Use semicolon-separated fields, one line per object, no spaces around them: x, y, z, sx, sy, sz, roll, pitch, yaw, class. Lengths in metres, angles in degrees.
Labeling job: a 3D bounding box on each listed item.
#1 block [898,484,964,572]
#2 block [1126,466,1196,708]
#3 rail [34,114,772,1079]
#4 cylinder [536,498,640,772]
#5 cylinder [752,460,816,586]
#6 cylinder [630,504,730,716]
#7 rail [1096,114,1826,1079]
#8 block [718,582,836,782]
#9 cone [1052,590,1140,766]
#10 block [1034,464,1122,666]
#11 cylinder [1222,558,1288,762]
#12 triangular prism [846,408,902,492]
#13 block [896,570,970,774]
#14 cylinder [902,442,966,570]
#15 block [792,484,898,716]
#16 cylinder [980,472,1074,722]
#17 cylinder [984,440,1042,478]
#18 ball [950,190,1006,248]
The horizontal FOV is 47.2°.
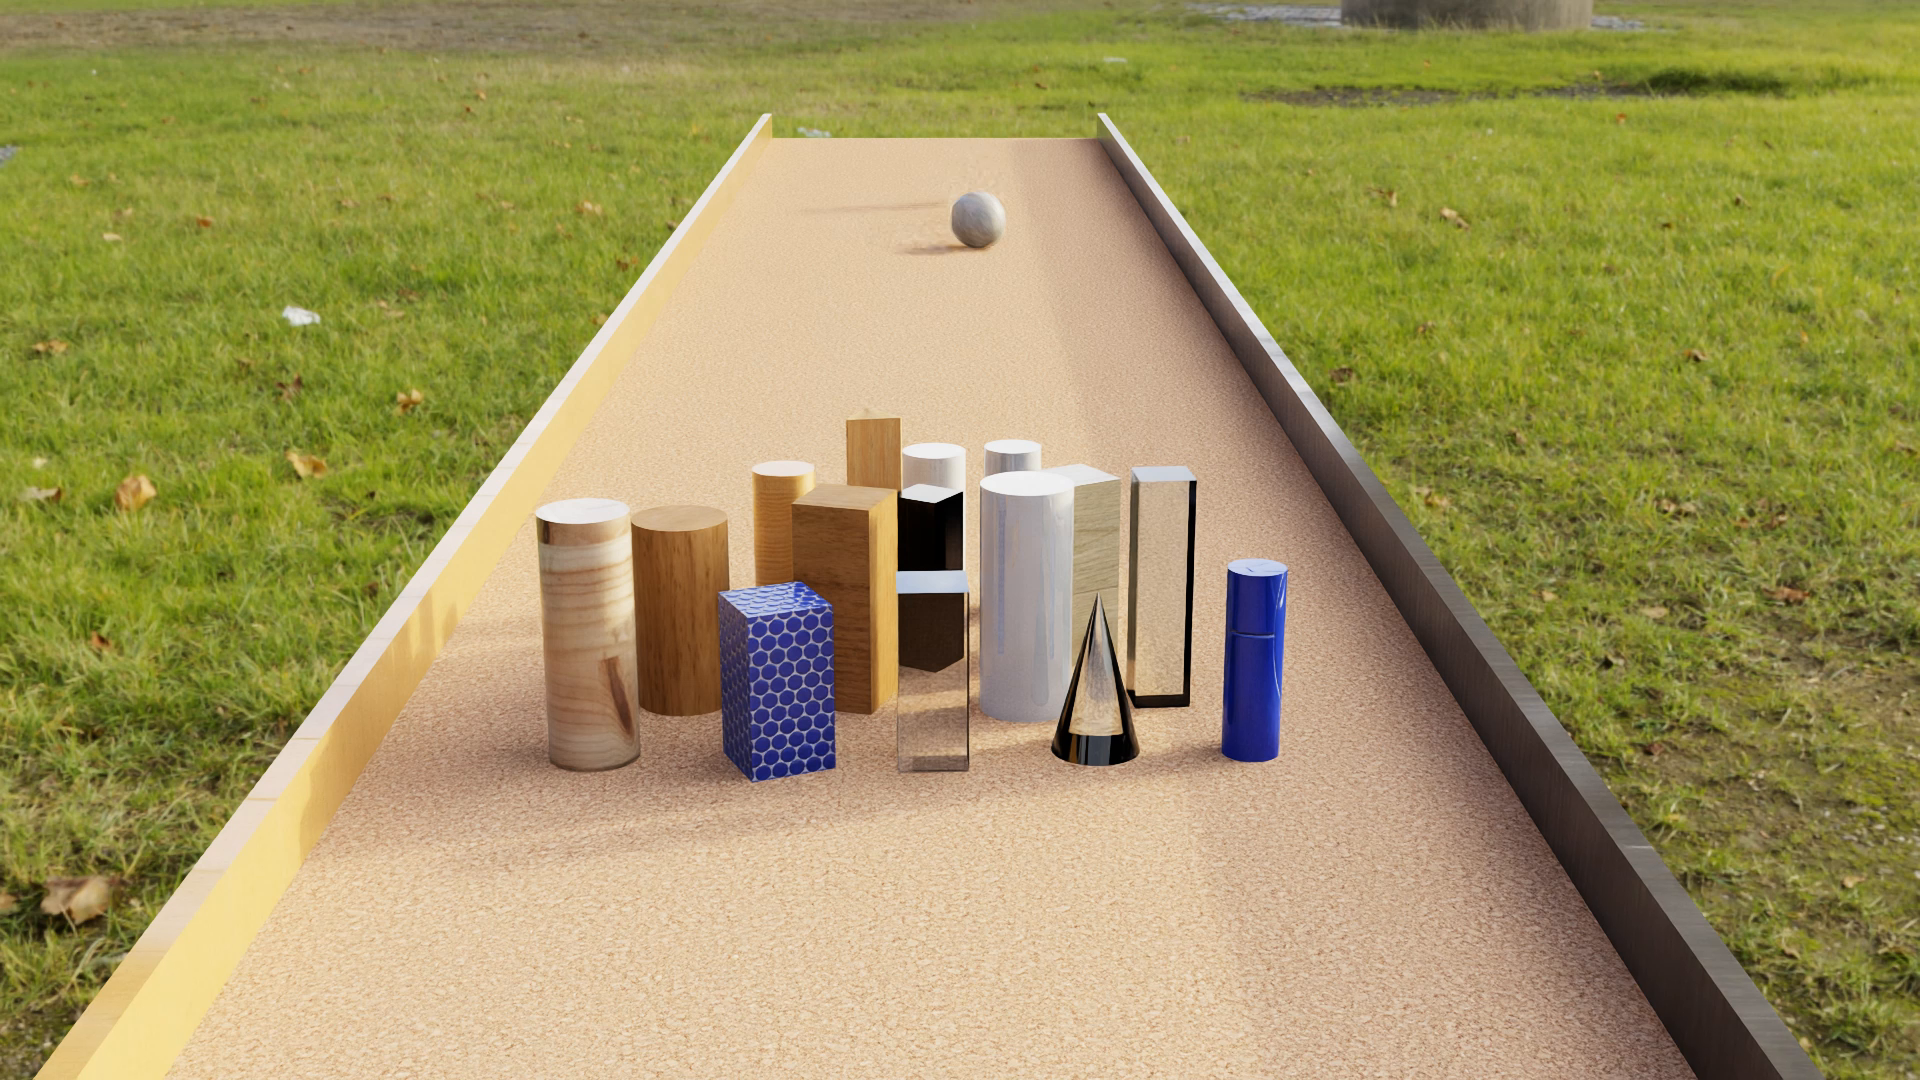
-0.066;0.068;4.409;0.106;0.336;0.106;10;19;30;block
0.378;0.090;4.147;0.105;0.444;0.105;-2;17;-5;block
-1.118;-0.838;7.780;0.050;0.150;12.000;0;17;-1;rail
-0.652;0.167;3.868;0.161;0.454;0.161;0;17;0;cylinder
-0.347;0.048;4.375;0.123;0.393;0.123;0;17;0;cylinder
-0.523;0.132;4.151;0.179;0.361;0.179;0;17;0;cylinder
0.932;-0.844;7.801;0.050;0.150;12.000;0;17;-1;rail
-0.322;0.247;3.867;0.155;0.302;0.155;-8;18;-24;block
0.244;0.231;3.918;0.161;0.303;0.161;0;17;0;cone
0.222;0.051;4.405;0.139;0.371;0.139;-10;19;-30;block
0.521;0.214;3.901;0.104;0.346;0.104;0;17;0;cylinder
-0.186;-0.051;4.623;0.114;0.442;0.099;-3;17;-11;triangular prism
-0.049;0.231;3.868;0.124;0.331;0.124;-1;17;-2;block
-0.057;-0.051;4.867;0.140;0.303;0.140;0;17;0;cylinder
-0.215;0.110;4.158;0.152;0.399;0.152;5;17;17;block
0.123;0.105;4.106;0.174;0.437;0.174;0;17;0;cylinder
0.111;-0.021;4.659;0.120;0.364;0.120;0;17;0;cylinder
0.077;-1.375;9.425;0.242;0.242;0.242;0;17;0;ball
